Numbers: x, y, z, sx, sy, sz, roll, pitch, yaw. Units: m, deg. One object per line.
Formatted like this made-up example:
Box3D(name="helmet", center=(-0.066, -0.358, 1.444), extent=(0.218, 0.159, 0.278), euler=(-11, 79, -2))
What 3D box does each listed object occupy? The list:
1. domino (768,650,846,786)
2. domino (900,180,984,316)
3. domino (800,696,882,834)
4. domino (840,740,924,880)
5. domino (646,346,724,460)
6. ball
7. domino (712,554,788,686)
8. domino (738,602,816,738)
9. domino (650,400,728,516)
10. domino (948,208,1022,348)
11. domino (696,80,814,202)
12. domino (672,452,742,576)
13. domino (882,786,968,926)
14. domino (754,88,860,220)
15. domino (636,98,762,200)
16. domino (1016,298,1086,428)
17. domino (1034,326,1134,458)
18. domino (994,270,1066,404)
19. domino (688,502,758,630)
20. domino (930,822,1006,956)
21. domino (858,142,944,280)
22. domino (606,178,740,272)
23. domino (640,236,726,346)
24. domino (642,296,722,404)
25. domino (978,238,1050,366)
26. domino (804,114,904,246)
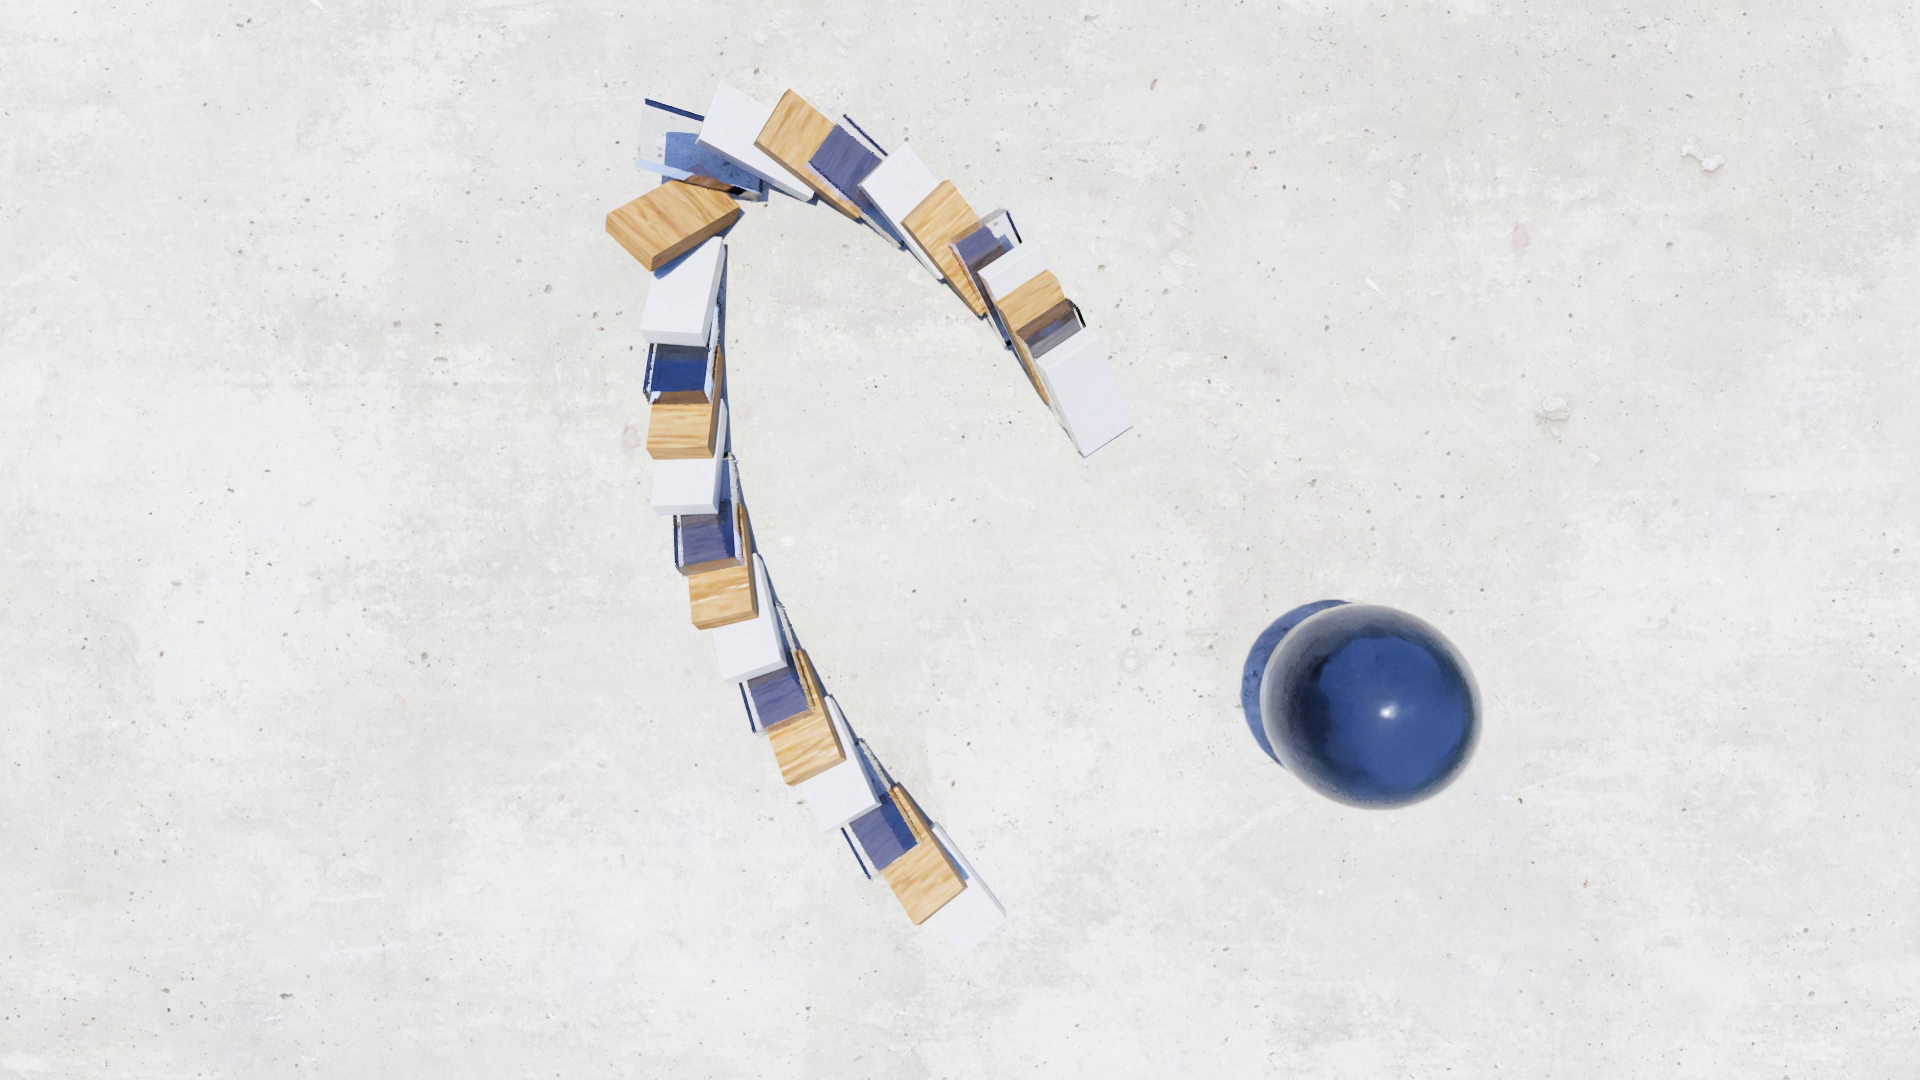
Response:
Box3D(name="domino", center=(-0.069, 0.074, 0.385), extent=(0.025, 0.009, 0.050), euler=(-26, 66, 0))
Box3D(name="domino", center=(0.001, -0.122, 0.385), extent=(0.025, 0.009, 0.050), euler=(-44, 115, 0))
Box3D(name="domino", center=(-0.055, 0.094, 0.385), extent=(0.025, 0.009, 0.050), euler=(-29, 66, 0))
Box3D(name="domino", center=(-0.039, 0.113, 0.386), extent=(0.025, 0.009, 0.050), euler=(-35, 66, 0))
Box3D(name="domino", center=(-0.115, -0.058, 0.385), extent=(0.025, 0.009, 0.050), euler=(-1, 65, 0))
Box3D(name="ball", center=(0.160, 0.065, 0.360), extent=(0.080, 0.080, 0.080), euler=(0, 90, 0))
Box3D(name="domino", center=(-0.091, 0.033, 0.385), extent=(0.025, 0.009, 0.050), euler=(-19, 65, 0))
Box3D(name="domino", center=(-0.081, 0.054, 0.385), extent=(0.025, 0.009, 0.050), euler=(-23, 65, 0))
Box3D(name="domino", center=(-0.113, -0.035, 0.385), extent=(0.025, 0.010, 0.050), euler=(-2, 65, 0))
Box3D(name="domino", center=(0.018, -0.109, 0.382), extent=(0.025, 0.009, 0.050), euler=(-33, 124, -1))
Box3D(name="domino", center=(-0.082, -0.166, 0.384), extent=(0.050, 0.010, 0.025), euler=(21, 88, -27))
Box3D(name="domino", center=(-0.107, -0.011, 0.385), extent=(0.025, 0.009, 0.050), euler=(-11, 65, 0))
Box3D(name="domino", center=(-0.022, 0.132, 0.385), extent=(0.025, 0.010, 0.050), euler=(-38, 66, 0))
Box3D(name="domino", center=(-0.058, -0.161, 0.385), extent=(0.050, 0.009, 0.025), euler=(32, 89, -26))
Box3D(name="domino", center=(-0.108, -0.163, 0.383), extent=(0.050, 0.009, 0.025), euler=(6, 86, -29))
Box3D(name="domino", center=(0.044, -0.072, 0.380), extent=(0.025, 0.009, 0.050), euler=(-33, 132, 0))
Box3D(name="domino", center=(0.052, -0.060, 0.380), extent=(0.025, 0.010, 0.050), euler=(-33, 132, 0))
Box3D(name="domino", center=(0.036, -0.083, 0.380), extent=(0.025, 0.010, 0.050), euler=(-33, 132, 0))
Box3D(name="domino", center=(-0.101, 0.011, 0.385), extent=(0.025, 0.010, 0.050), euler=(-12, 65, 0))
Box3D(name="domino", center=(-0.005, 0.150, 0.395), extent=(0.025, 0.009, 0.050), euler=(-38, 90, 0))
Box3D(name="domino", center=(-0.016, -0.138, 0.385), extent=(0.025, 0.009, 0.050), euler=(-44, 116, 0))
Box3D(name="domino", center=(-0.119, -0.134, 0.382), extent=(0.025, 0.010, 0.050), euler=(43, 56, 0))
Box3D(name="domino", center=(-0.116, -0.105, 0.385), extent=(0.025, 0.010, 0.050), euler=(4, 66, 0))
Box3D(name="domino", center=(-0.116, -0.081, 0.385), extent=(0.025, 0.010, 0.050), euler=(-1, 65, 0))
Box3D(name="domino", center=(0.029, -0.096, 0.380), extent=(0.025, 0.010, 0.050), euler=(-33, 132, 0))
Box3D(name="domino", center=(-0.037, -0.150, 0.385), extent=(0.050, 0.010, 0.025), euler=(36, 90, -26))
